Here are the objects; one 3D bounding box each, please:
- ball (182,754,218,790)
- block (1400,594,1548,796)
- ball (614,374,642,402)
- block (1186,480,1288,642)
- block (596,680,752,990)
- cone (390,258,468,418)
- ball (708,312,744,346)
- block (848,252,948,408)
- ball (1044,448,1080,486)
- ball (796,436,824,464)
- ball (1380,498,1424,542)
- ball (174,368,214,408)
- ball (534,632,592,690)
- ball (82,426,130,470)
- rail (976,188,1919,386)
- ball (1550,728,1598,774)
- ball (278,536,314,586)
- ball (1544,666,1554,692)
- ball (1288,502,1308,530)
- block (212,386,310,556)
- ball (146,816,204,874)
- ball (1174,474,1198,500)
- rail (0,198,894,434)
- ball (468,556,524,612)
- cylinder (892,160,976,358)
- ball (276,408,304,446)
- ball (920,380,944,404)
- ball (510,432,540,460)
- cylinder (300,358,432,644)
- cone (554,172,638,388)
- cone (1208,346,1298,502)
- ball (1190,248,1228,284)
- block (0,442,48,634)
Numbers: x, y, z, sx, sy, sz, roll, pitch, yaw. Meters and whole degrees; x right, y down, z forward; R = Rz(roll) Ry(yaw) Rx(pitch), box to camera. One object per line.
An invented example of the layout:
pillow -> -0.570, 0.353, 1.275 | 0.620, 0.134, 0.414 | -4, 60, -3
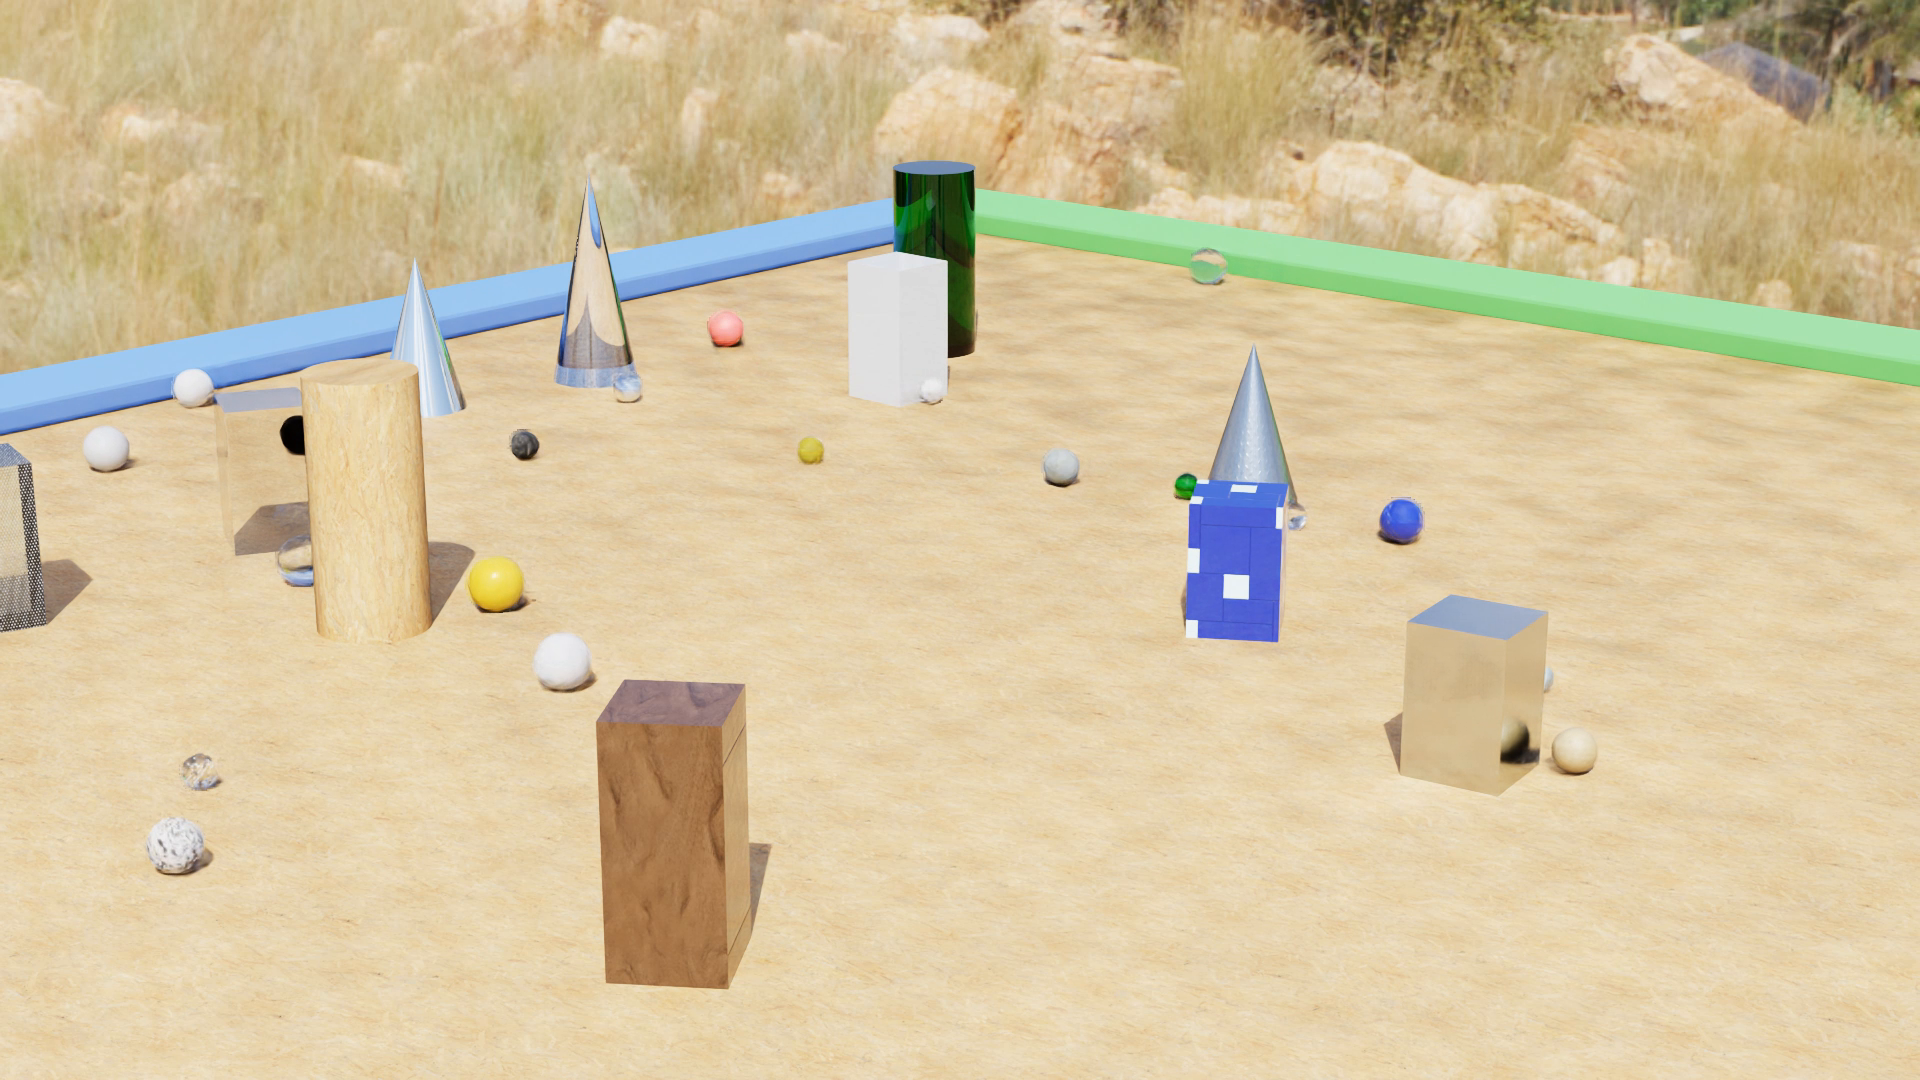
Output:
ball -> -1.100, 0.336, 4.242 | 0.052, 0.052, 0.052 | 0, 17, 0
block -> 0.752, 0.225, 4.288 | 0.154, 0.238, 0.154 | 11, 20, 32
ball -> -0.729, -0.333, 6.440 | 0.063, 0.063, 0.063 | 0, 17, 0
block -> 0.467, 0.034, 4.931 | 0.154, 0.231, 0.154 | 3, 17, 9
block -> -0.353, 0.364, 3.642 | 0.154, 0.345, 0.154 | 2, 17, 6
cone -> -1.174, -0.451, 6.361 | 0.193, 0.333, 0.193 | 0, 17, 0
ball -> -0.554, -0.500, 6.958 | 0.083, 0.083, 0.083 | 0, 17, 0
block -> -0.137, -0.466, 6.465 | 0.154, 0.302, 0.154 | 15, 22, 40
ball -> 0.201, -0.144, 5.797 | 0.072, 0.072, 0.072 | 0, 17, 0
ball -> -0.303, -0.183, 5.952 | 0.057, 0.057, 0.057 | 0, 17, 0
ball -> 0.817, -0.035, 5.421 | 0.082, 0.082, 0.082 | 0, 17, 0
ball -> -1.672, -0.331, 6.396 | 0.084, 0.084, 0.084 | 0, 17, 0
ball -> -0.630, 0.192, 4.647 | 0.093, 0.093, 0.093 | 0, 17, 0
ball -> -1.718, -0.185, 5.898 | 0.091, 0.091, 0.091 | 0, 17, 0
rail -> 1.661, -0.522, 6.952 | 4.480, 0.125, 0.045 | 14, 22, 39
ball -> 0.902, 0.309, 4.304 | 0.068, 0.068, 0.068 | 0, 17, 0
ball -> -1.158, 0.036, 5.169 | 0.090, 0.090, 0.090 | 0, 17, 0
ball -> 0.919, 0.220, 4.641 | 0.043, 0.043, 0.043 | 0, 17, 0
ball -> 0.625, -0.045, 5.500 | 0.054, 0.054, 0.054 | 0, 17, 0
block -> -1.278, -0.128, 5.404 | 0.154, 0.269, 0.154 | -6, 18, -20
ball -> -1.057, 0.411, 3.950 | 0.076, 0.076, 0.076 | 0, 17, 0
ball -> 0.442, -0.104, 5.704 | 0.050, 0.050, 0.050 | 0, 17, 0
rail -> -1.673, -0.388, 6.511 | 0.045, 0.125, 5.115 | 14, 22, 39
ball -> -0.796, 0.074, 5.031 | 0.096, 0.096, 0.096 | 0, 17, 0
cylinder -> -0.060, -0.658, 6.875 | 0.193, 0.433, 0.193 | 0, 17, 0
ball -> -1.380, -0.235, 6.084 | 0.079, 0.079, 0.079 | 0, 17, 0
ball -> -0.063, -0.325, 6.432 | 0.052, 0.052, 0.052 | 0, 17, 0
ball -> -0.888, -0.193, 5.982 | 0.058, 0.058, 0.058 | 0, 17, 0
cylinder -> -0.991, -0.066, 4.900 | 0.193, 0.441, 0.193 | 0, 17, 0
cone -> -0.827, -0.596, 6.596 | 0.193, 0.476, 0.193 | 0, 17, 0
cone -> 0.559, -0.222, 5.620 | 0.193, 0.323, 0.193 | 0, 17, 0
ball -> 0.649, -0.714, 7.647 | 0.095, 0.095, 0.095 | 0, 17, 0
block -> -1.652, 0.001, 4.948 | 0.154, 0.285, 0.154 | -10, 19, -30
